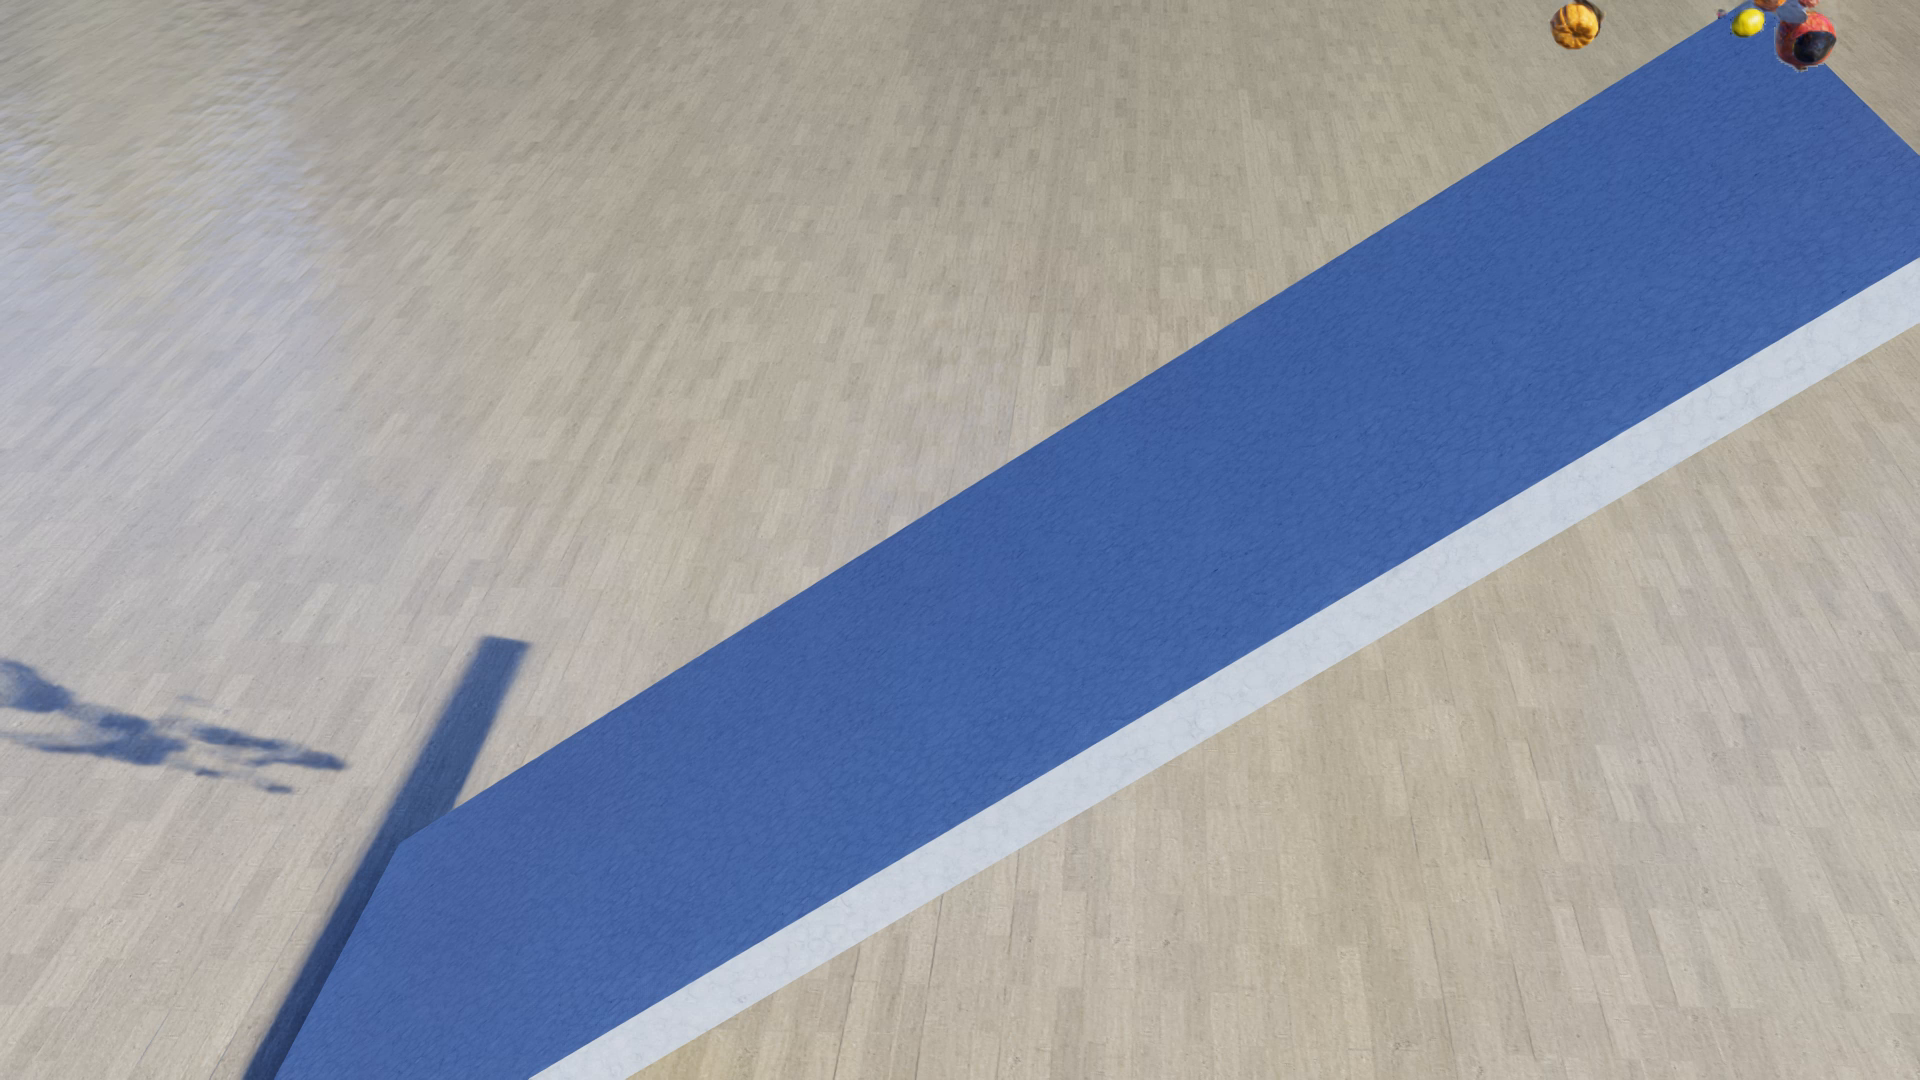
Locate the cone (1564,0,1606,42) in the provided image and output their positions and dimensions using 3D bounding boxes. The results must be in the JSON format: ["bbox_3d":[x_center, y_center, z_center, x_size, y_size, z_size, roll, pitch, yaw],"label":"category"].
[{"bbox_3d":[1.256,-1.037,5.820,0.085,0.085,0.085,20,32,41],"label":"cone"}]

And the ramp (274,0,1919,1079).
[{"bbox_3d":[0.137,0.173,6.302,4.000,0.100,2.000,-32,16,15],"label":"ramp"}]

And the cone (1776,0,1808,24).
[{"bbox_3d":[1.613,-1.039,5.677,0.062,0.062,0.062,20,-18,7],"label":"cone"}]
